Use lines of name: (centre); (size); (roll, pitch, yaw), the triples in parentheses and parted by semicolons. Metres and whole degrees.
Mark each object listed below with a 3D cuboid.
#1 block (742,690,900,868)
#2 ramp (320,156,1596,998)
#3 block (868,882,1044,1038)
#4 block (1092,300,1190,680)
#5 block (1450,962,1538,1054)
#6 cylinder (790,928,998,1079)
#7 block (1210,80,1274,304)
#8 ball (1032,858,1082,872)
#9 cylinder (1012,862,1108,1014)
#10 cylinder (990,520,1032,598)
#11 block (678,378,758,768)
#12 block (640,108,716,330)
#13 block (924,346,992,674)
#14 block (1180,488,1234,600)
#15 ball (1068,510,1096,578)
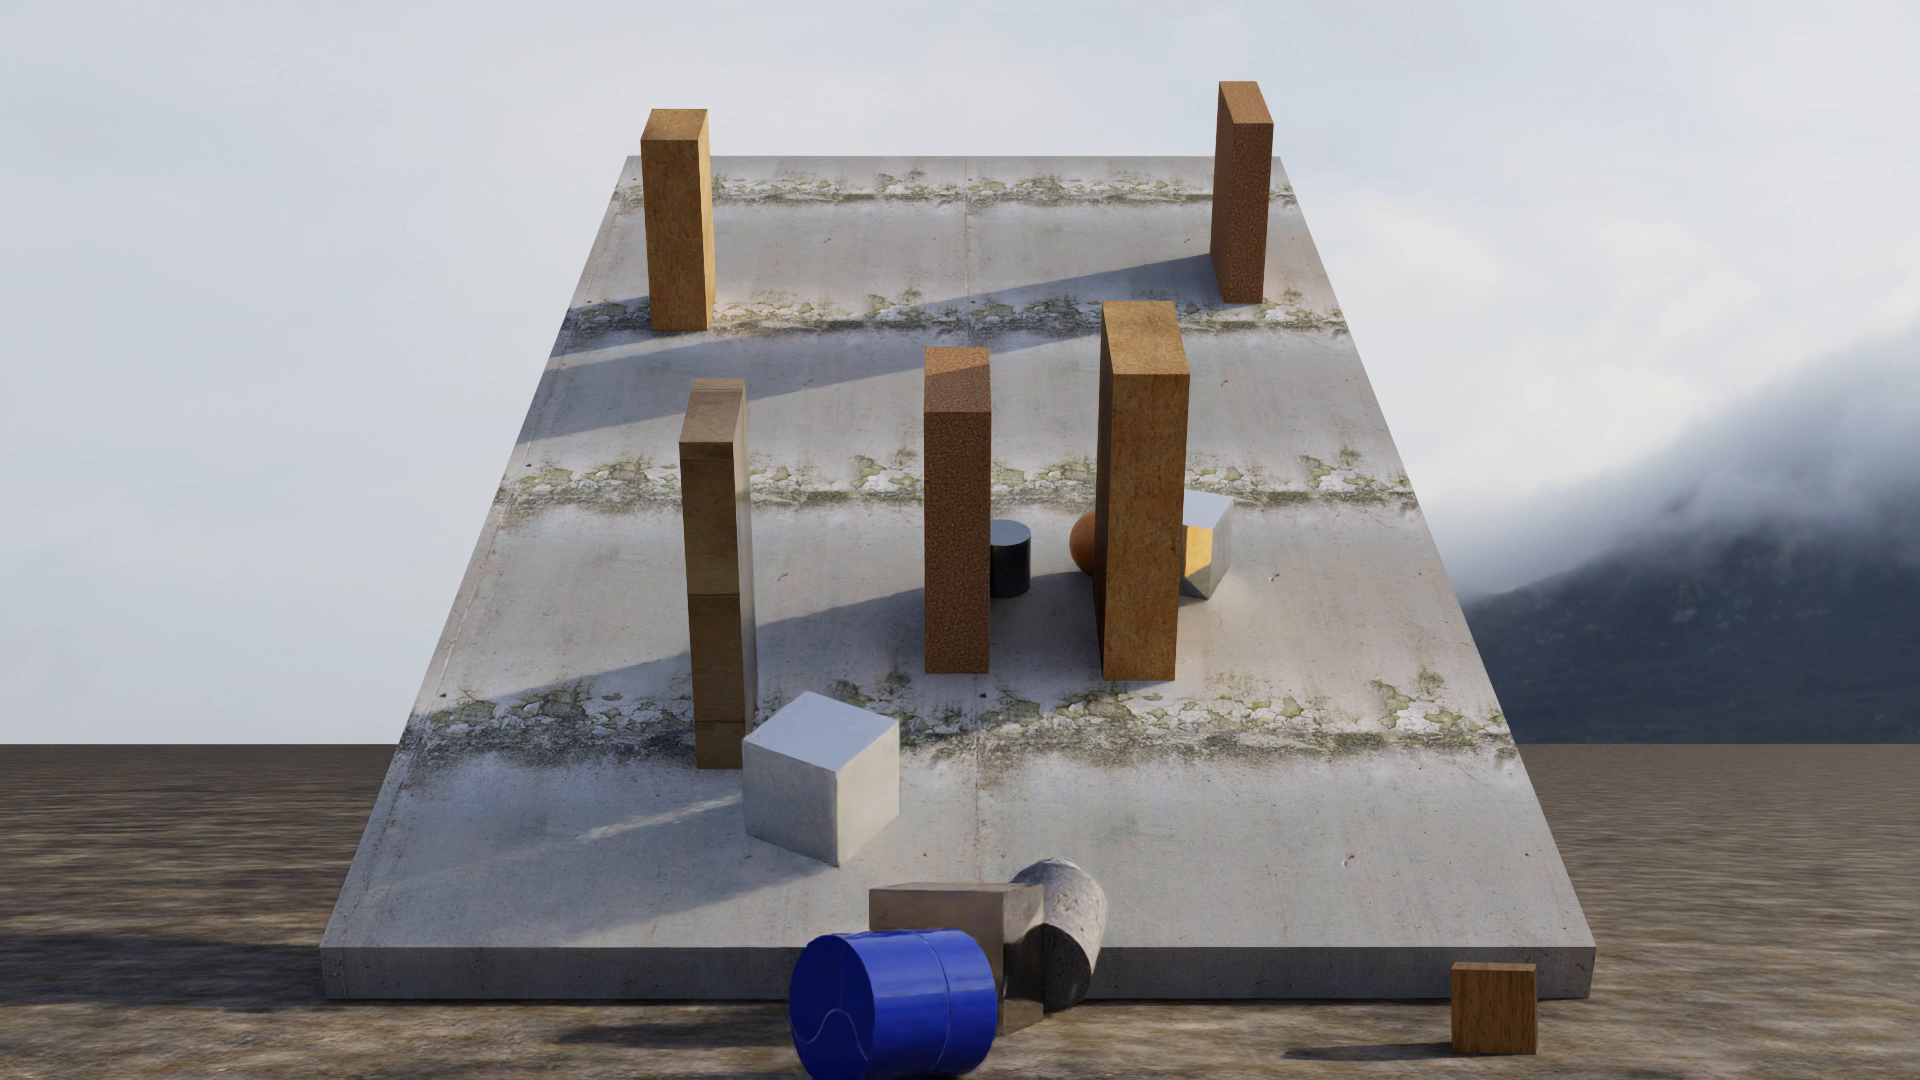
block: (-0.231, 0.398, 3.972); (0.187, 0.187, 0.187); (16, 31, 28)
ramp: (-0.011, -0.226, 5.516); (2.000, 0.100, 4.000); (0, 27, 0)
block: (-0.003, 0.597, 3.402); (0.199, 0.199, 0.199); (-2, -5, 18)
block: (0.335, -0.094, 4.462); (0.134, 0.623, 0.353); (0, 27, 0)
block: (0.713, 0.623, 3.162); (0.107, 0.107, 0.107); (-1, -5, 15)
cylinder: (-0.081, 0.561, 2.853); (0.180, 0.180, 0.180); (4, -6, -37)
block: (0.737, -0.917, 6.233); (0.100, 0.483, 0.377); (0, 27, 0)
ball: (0.149, 0.558, 3.719); (0.118, 0.118, 0.118); (0, -5, 0)
cylinder: (0.131, 0.601, 3.584); (0.163, 0.163, 0.163); (-1, 24, 14)
cylinder: (0.083, 0.038, 4.758); (0.118, 0.118, 0.118); (0, 27, 0)
block: (-0.418, 0.061, 4.145); (0.089, 0.631, 0.266); (0, 27, 0)
block: (-0.709, -0.811, 6.001); (0.141, 0.498, 0.261); (0, 27, 0)
block: (-0.006, -0.057, 4.481); (0.121, 0.538, 0.304); (0, 27, 0)
block: (0.451, 0.004, 4.784); (0.158, 0.158, 0.158); (10, 29, 19)
ball: (0.292, 0.007, 4.792); (0.143, 0.143, 0.143); (0, -5, 0)
